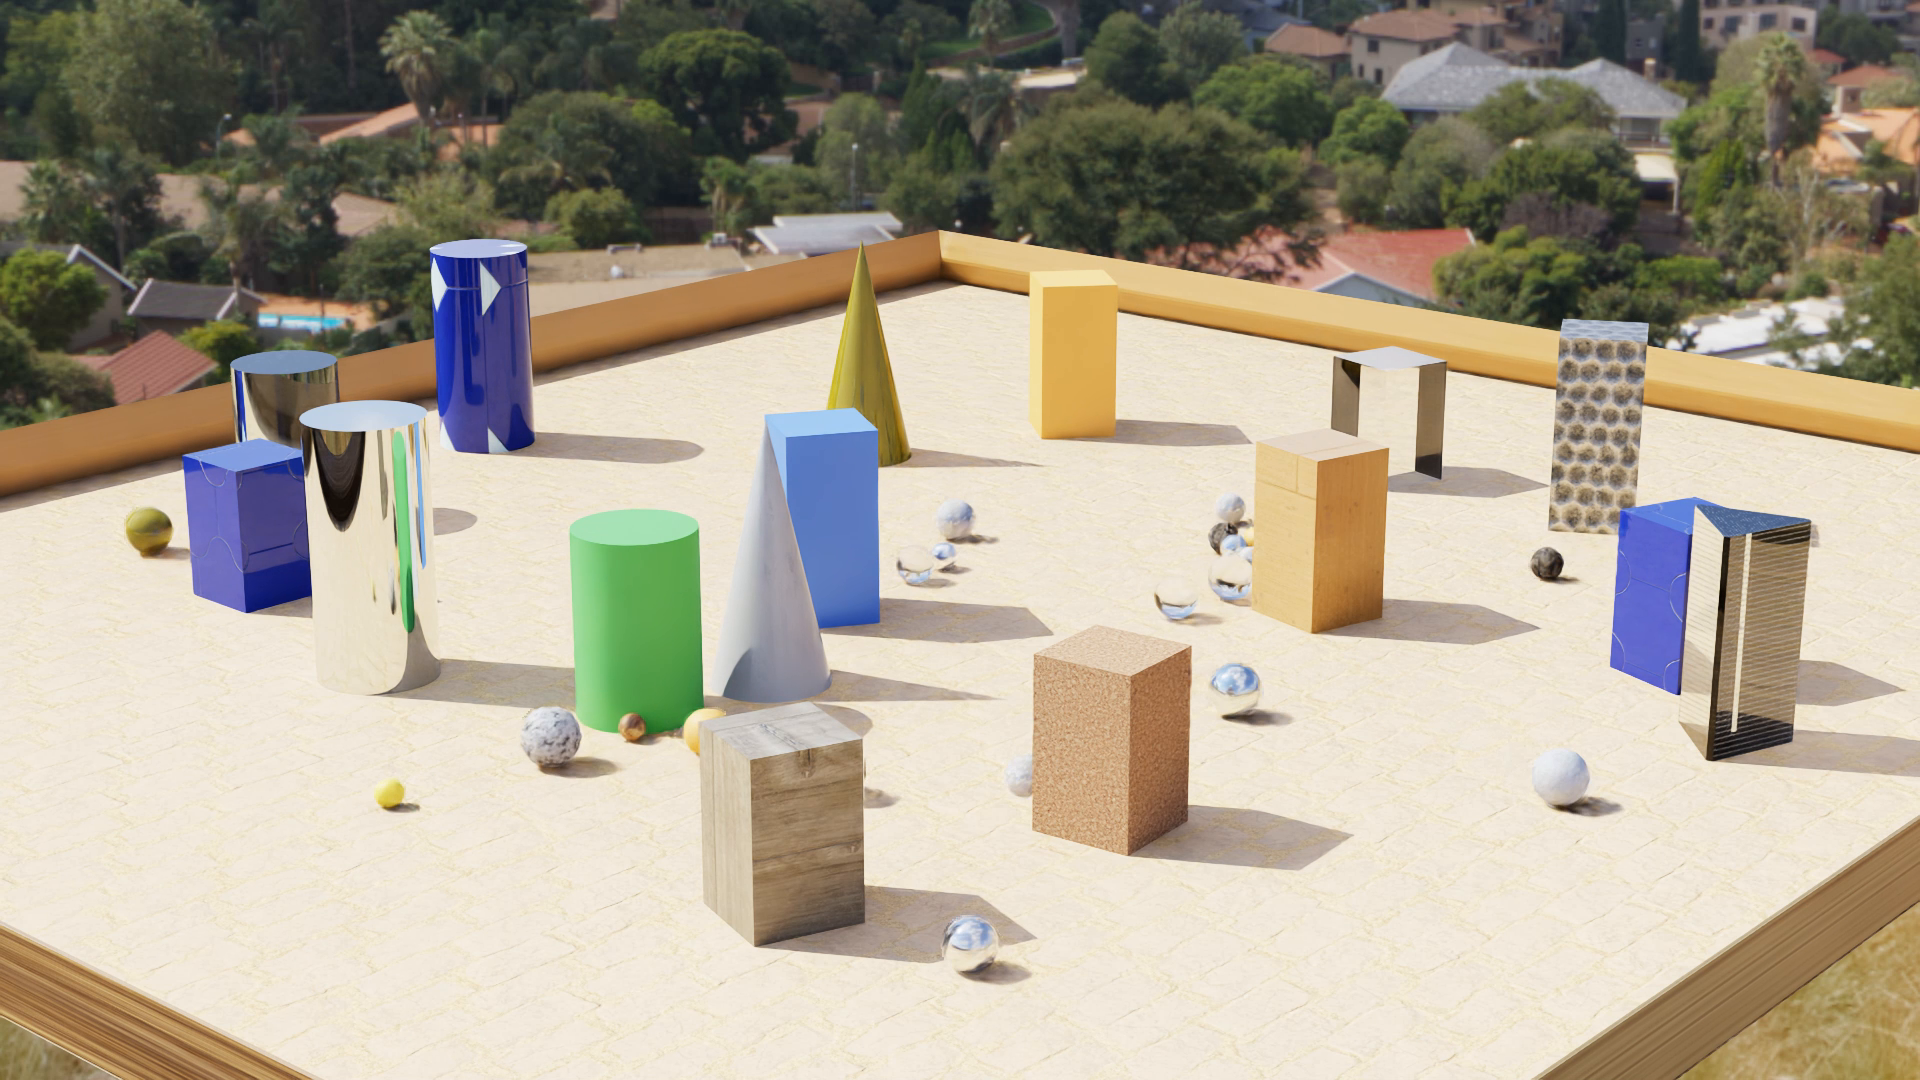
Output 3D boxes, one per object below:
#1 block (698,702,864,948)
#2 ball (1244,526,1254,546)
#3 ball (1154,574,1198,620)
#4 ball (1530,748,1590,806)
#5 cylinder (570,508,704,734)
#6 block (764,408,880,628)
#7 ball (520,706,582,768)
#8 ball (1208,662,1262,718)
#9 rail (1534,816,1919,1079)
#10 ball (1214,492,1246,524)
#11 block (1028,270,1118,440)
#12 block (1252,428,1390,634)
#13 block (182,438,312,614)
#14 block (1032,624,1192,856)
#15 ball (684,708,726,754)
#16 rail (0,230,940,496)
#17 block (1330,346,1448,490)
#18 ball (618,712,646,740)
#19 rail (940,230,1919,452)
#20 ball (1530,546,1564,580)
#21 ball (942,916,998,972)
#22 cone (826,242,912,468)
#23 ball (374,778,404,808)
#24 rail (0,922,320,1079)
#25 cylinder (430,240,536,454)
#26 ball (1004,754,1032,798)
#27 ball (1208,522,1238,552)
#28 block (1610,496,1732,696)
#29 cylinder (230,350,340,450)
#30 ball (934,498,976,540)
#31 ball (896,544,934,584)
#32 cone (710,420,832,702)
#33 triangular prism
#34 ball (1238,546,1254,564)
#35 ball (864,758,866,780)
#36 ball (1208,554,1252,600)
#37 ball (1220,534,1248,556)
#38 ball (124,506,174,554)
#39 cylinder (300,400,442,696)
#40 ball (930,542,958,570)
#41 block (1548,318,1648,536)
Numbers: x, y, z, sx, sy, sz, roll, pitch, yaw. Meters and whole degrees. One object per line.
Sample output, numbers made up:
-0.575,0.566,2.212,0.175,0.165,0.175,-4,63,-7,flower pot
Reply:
-0.231,0.365,3.798,0.158,0.255,0.158,-9,19,-27,block
0.544,0.000,5.356,0.055,0.055,0.055,0,17,0,ball
0.369,0.097,5.000,0.076,0.076,0.076,0,17,0,ball
0.858,0.338,4.188,0.082,0.082,0.082,0,17,0,ball
-0.497,0.124,4.520,0.198,0.301,0.198,0,17,0,cylinder
-0.235,-0.036,4.987,0.158,0.338,0.158,-5,17,-16,block
-0.605,0.291,4.332,0.090,0.090,0.090,0,17,0,ball
0.426,0.232,4.537,0.085,0.085,0.085,0,17,0,ball
1.361,0.373,3.989,0.045,0.128,4.037,14,22,39,rail
0.511,-0.059,5.546,0.060,0.060,0.060,0,17,0,ball
0.238,-0.393,6.194,0.158,0.325,0.158,-2,17,-8,block
0.612,-0.018,4.989,0.158,0.301,0.158,-11,20,-32,block
-1.231,-0.027,5.104,0.158,0.253,0.158,15,22,40,block
0.211,0.276,4.082,0.158,0.261,0.158,12,20,34,block
-0.376,0.287,4.375,0.073,0.073,0.073,0,17,0,ball
-1.361,-0.309,6.251,0.045,0.128,4.037,14,22,39,rail
0.851,-0.243,5.838,0.158,0.243,0.158,-11,20,-32,block
-0.496,0.283,4.442,0.042,0.042,0.042,0,17,0,ball
1.308,-0.402,6.562,3.651,0.128,0.045,14,22,39,rail
1.044,0.041,5.214,0.059,0.059,0.059,0,17,0,ball
0.014,0.505,3.657,0.070,0.070,0.070,0,17,0,ball
-0.198,-0.391,5.965,0.198,0.452,0.198,0,17,0,cone
-0.814,0.361,4.181,0.043,0.043,0.043,0,17,0,ball
-1.308,0.467,3.678,3.651,0.128,0.045,14,22,39,rail
-0.989,-0.403,6.079,0.198,0.410,0.198,0,17,0,cylinder
0.092,0.332,4.123,0.061,0.061,0.061,0,17,0,ball
0.483,-0.004,5.368,0.057,0.057,0.057,0,17,0,ball
1.164,0.088,4.700,0.158,0.266,0.158,-9,19,-28,block
-1.277,-0.194,5.579,0.198,0.298,0.198,0,17,0,cylinder
-0.009,-0.039,5.450,0.077,0.077,0.077,0,17,0,ball
-0.079,0.042,5.192,0.069,0.069,0.069,0,17,0,ball
-0.303,0.018,4.635,0.198,0.437,0.198,0,17,0,cone
1.150,0.131,4.412,0.171,0.348,0.148,-10,19,-29,triangular prism
0.521,0.032,5.269,0.043,0.043,0.043,0,17,0,ball
-0.175,0.330,4.215,0.083,0.083,0.083,0,17,0,ball
0.472,0.064,5.101,0.081,0.081,0.081,0,17,0,ball
0.497,0.015,5.312,0.052,0.052,0.052,0,17,0,ball
-1.483,-0.018,5.363,0.086,0.086,0.086,0,17,0,ball
-0.937,0.011,4.670,0.198,0.431,0.198,0,17,0,cylinder
-0.029,0.028,5.272,0.050,0.050,0.050,0,17,0,ball
1.200,-0.212,5.511,0.158,0.373,0.158,4,17,13,block
